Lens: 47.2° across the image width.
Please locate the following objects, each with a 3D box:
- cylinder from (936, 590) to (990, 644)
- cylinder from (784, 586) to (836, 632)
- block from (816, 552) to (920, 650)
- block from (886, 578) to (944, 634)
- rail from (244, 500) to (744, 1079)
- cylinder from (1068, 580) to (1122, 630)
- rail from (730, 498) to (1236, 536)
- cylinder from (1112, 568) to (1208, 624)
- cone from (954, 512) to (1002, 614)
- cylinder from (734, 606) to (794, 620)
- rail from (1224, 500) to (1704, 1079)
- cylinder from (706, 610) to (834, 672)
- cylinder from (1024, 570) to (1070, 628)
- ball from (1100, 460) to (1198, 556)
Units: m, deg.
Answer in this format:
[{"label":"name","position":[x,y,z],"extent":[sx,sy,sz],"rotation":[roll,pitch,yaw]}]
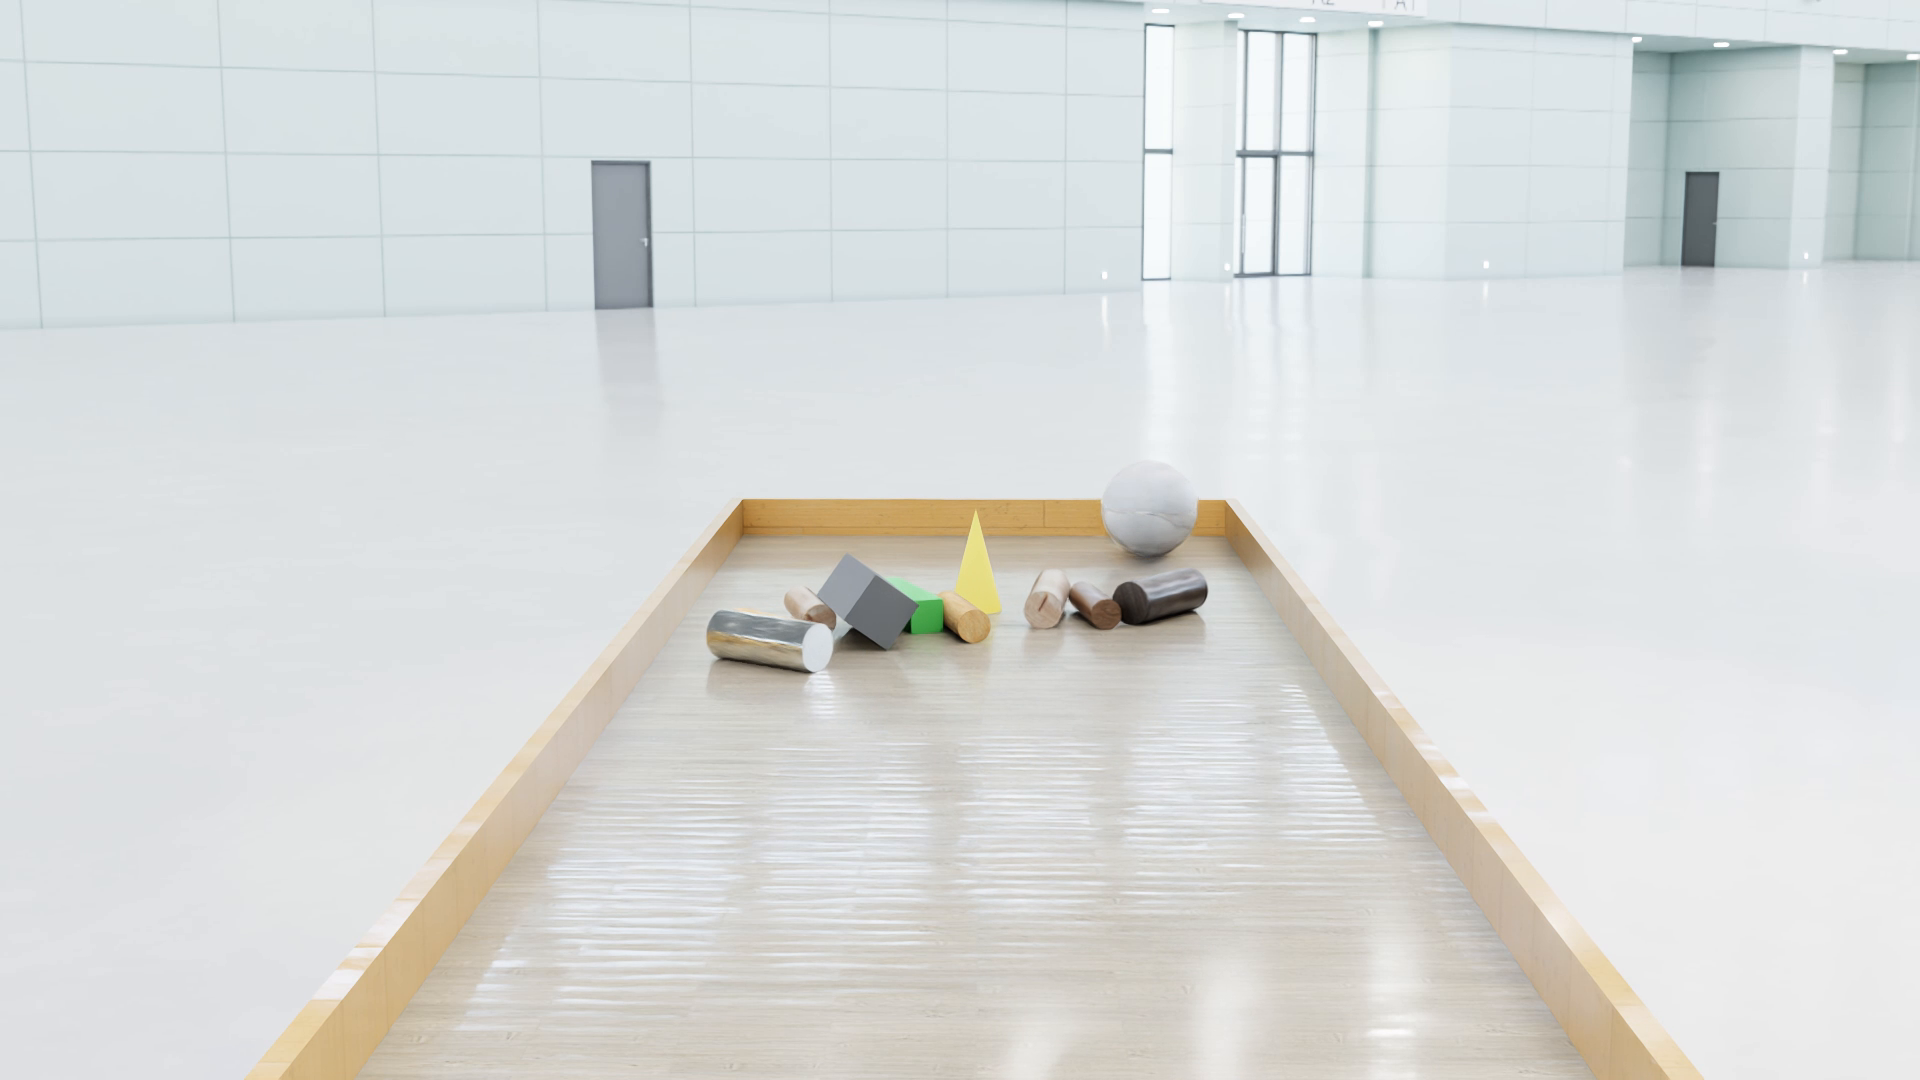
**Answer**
[{"label":"cylinder","position":[0.002,0.246,7.111],"extent":[0.108,0.108,0.350],"rotation":[-2,9,-14]},{"label":"cylinder","position":[-0.493,0.231,7.210],"extent":[0.106,0.106,0.361],"rotation":[-2,9,-15]},{"label":"block","position":[-0.299,0.192,7.027],"extent":[0.173,0.173,0.446],"rotation":[35,-1,-17]},{"label":"block","position":[-0.183,0.216,7.300],"extent":[0.109,0.109,0.440],"rotation":[-3,10,-20]},{"label":"rail","position":[-1.004,0.839,3.234],"extent":[0.050,0.150,12.000],"rotation":[0,9,1]},{"label":"cylinder","position":[0.448,0.216,7.325],"extent":[0.101,0.101,0.354],"rotation":[-1,9,-9]},{"label":"rail","position":[0.099,-0.098,9.147],"extent":[2.100,0.150,0.050],"rotation":[0,9,1]},{"label":"cylinder","position":[0.674,0.187,7.373],"extent":[0.144,0.144,0.360],"rotation":[7,12,38]},{"label":"cone","position":[0.054,0.066,7.487],"extent":[0.180,0.347,0.180],"rotation":[0,9,0]},{"label":"cylinder","position":[-0.590,0.286,6.852],"extent":[0.111,0.111,0.329],"rotation":[-7,12,-39]},{"label":"rail","position":[1.046,0.843,3.208],"extent":[0.050,0.150,12.000],"rotation":[0,9,1]},{"label":"cylinder","position":[-0.576,0.302,6.630],"extent":[0.376,0.147,0.147],"rotation":[6,11,35]},{"label":"cylinder","position":[0.294,0.195,7.378],"extent":[0.125,0.125,0.425],"rotation":[1,9,7]},{"label":"ball","position":[0.739,-0.123,8.580],"extent":[0.377,0.377,0.377],"rotation":[0,9,0]}]
